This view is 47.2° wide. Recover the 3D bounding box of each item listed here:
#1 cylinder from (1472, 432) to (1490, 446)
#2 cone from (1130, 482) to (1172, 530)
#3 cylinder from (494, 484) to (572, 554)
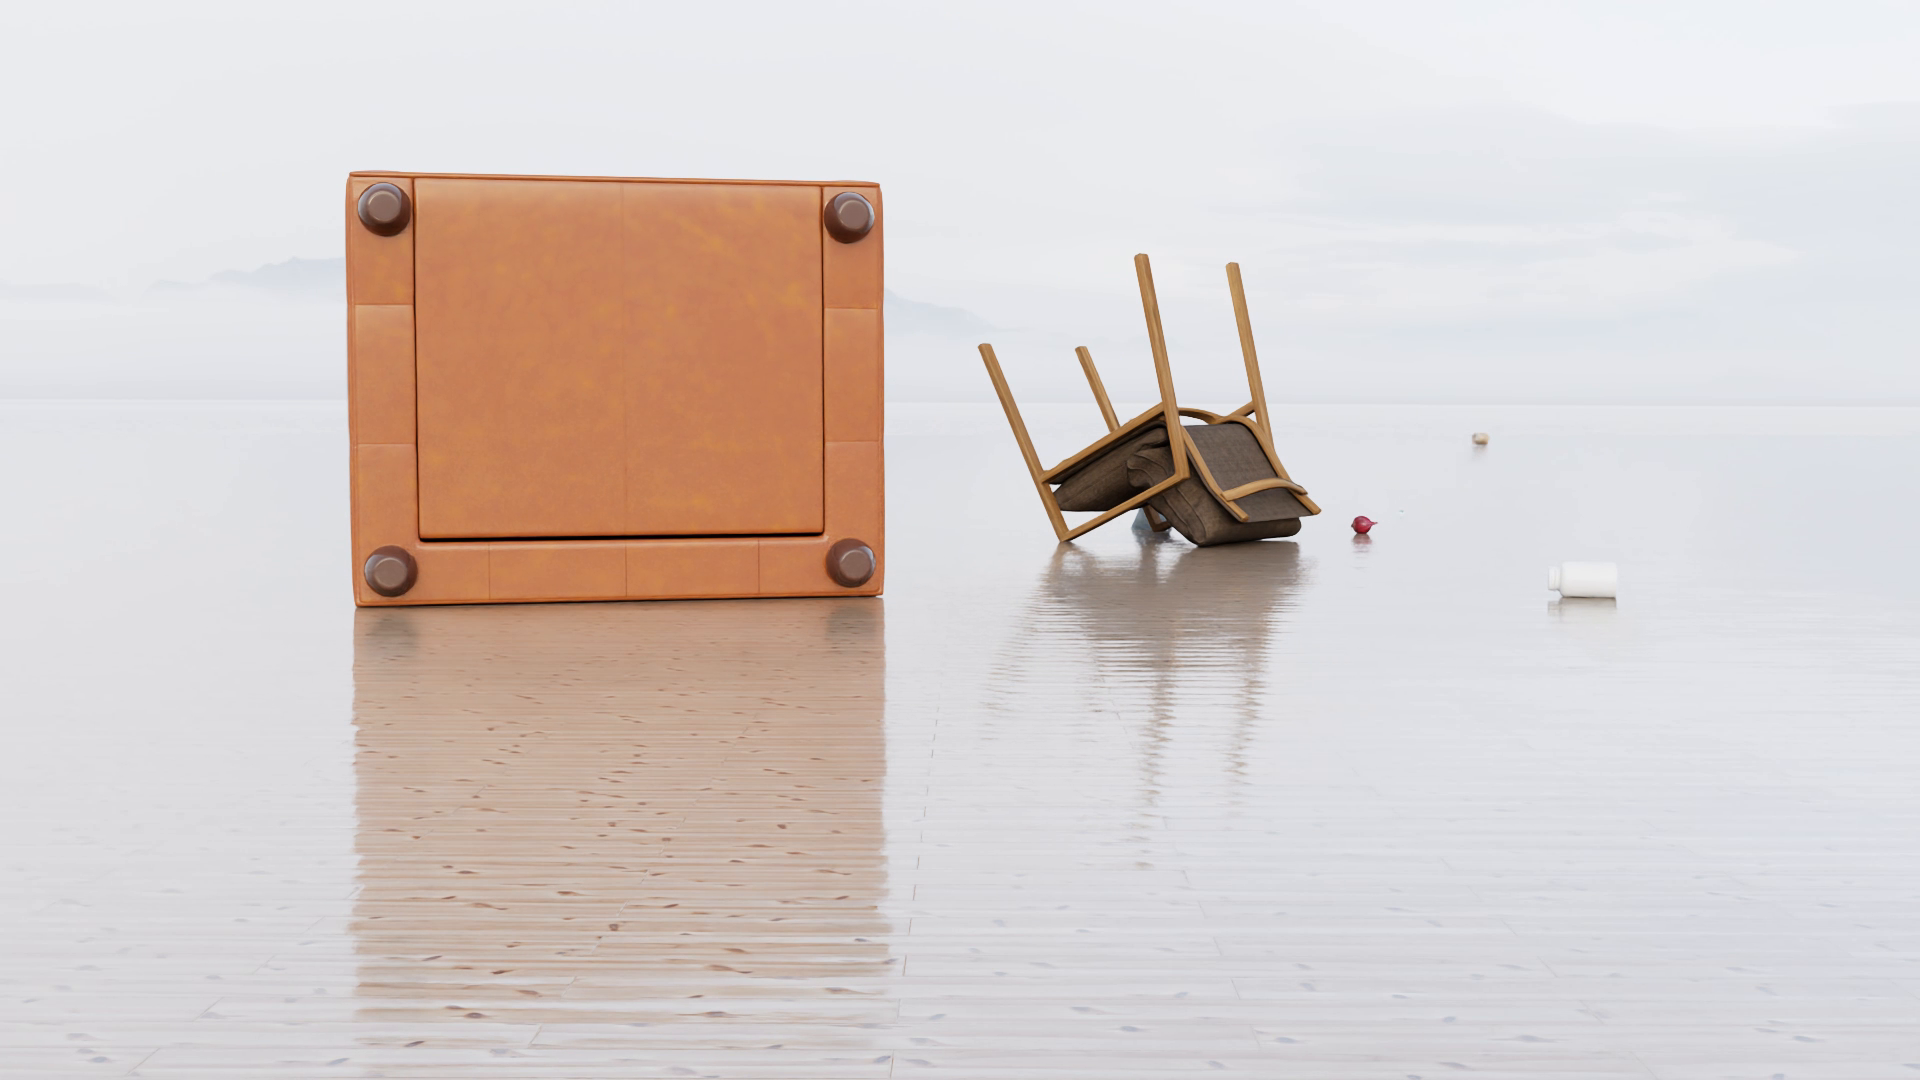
[{"bbox_3d":[4.151,-0.807,17.548,0.094,0.092,0.147,2,-12,-7],"label":"cylinder"},{"bbox_3d":[0.616,-0.113,7.064,0.135,0.154,0.134,0,4,5],"label":"cone"},{"bbox_3d":[-1.172,-0.058,6.041,0.180,0.186,0.122,-2,4,-31],"label":"cylinder"}]
